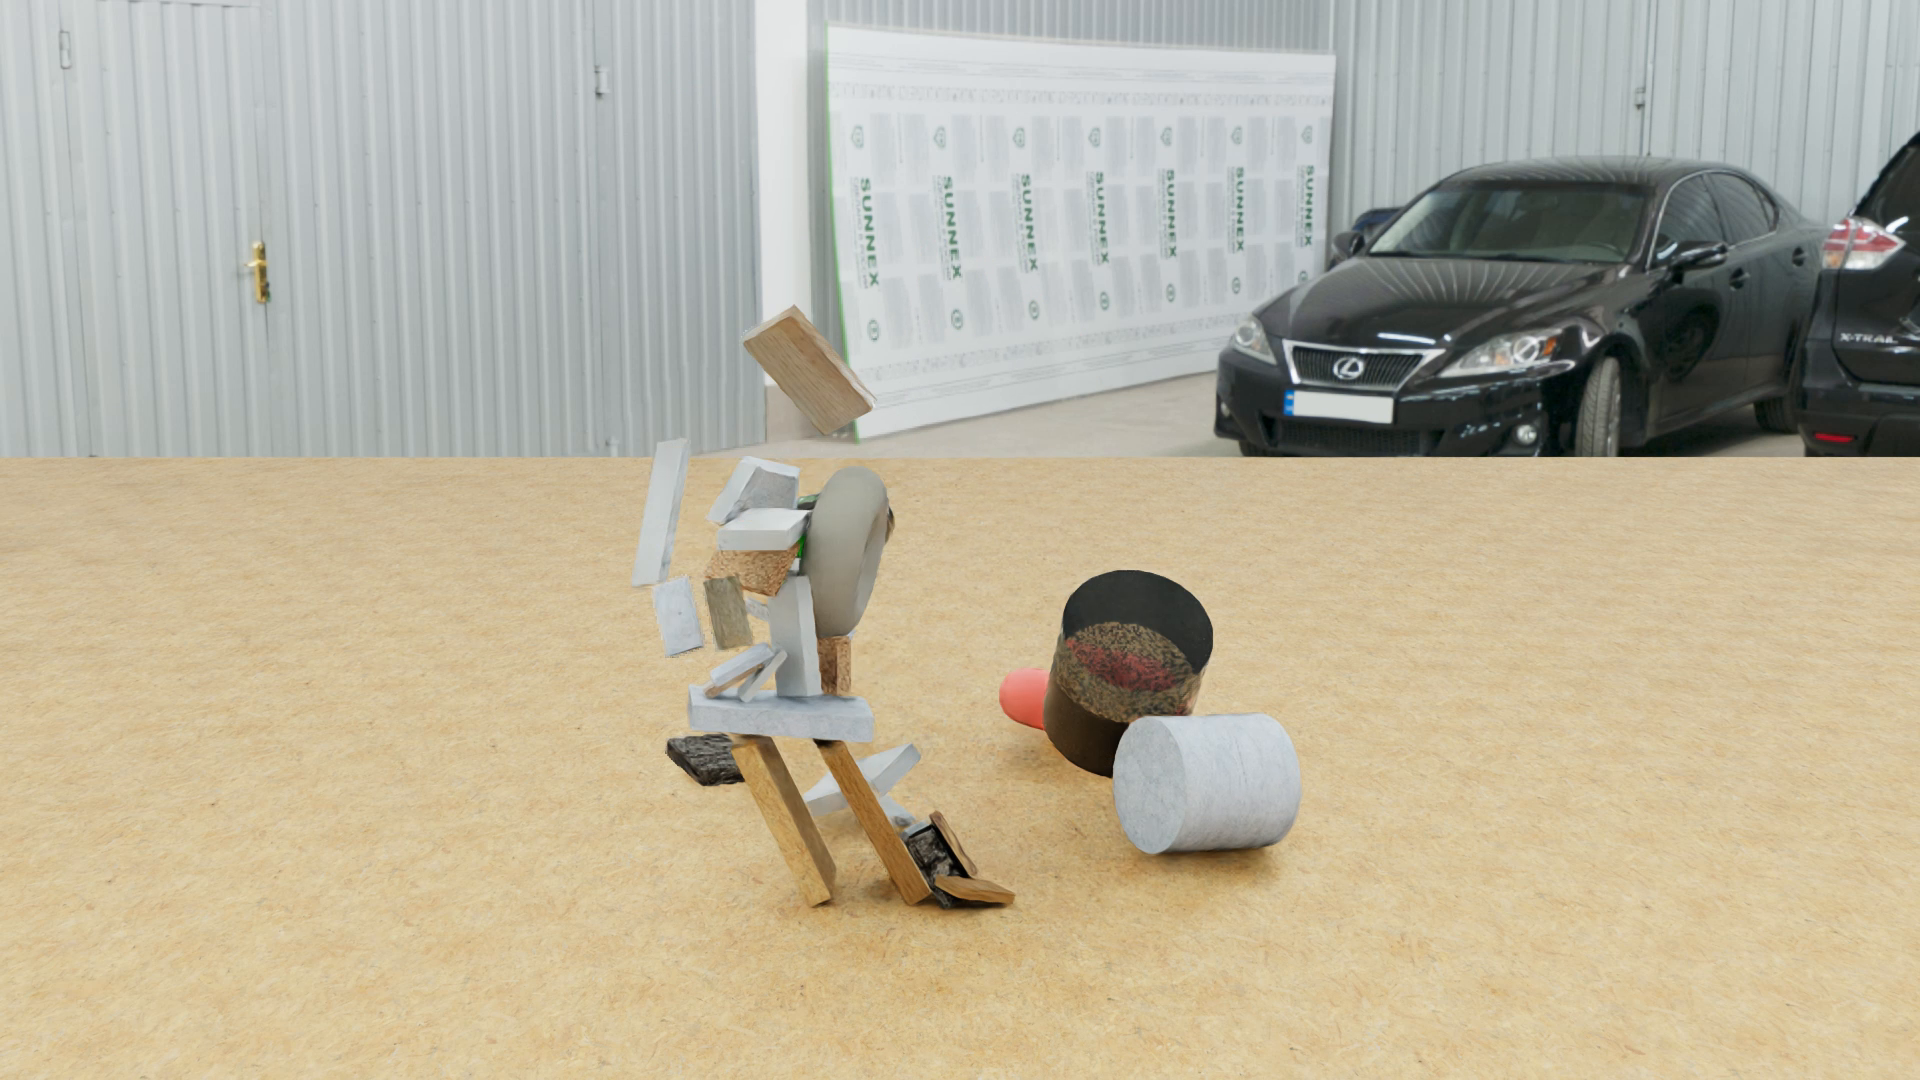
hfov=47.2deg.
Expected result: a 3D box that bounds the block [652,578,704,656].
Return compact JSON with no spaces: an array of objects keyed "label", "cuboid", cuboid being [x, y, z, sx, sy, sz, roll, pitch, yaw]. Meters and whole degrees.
[{"label":"block","cuboid":[-0.448,0.122,3.497,0.057,0.114,0.016,-18,-11,13]}]

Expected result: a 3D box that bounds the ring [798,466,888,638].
[{"label":"ring","cuboid":[-0.197,0.022,3.705,0.100,0.300,0.300,13,12,7]}]

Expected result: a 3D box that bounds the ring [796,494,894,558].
[{"label":"ring","cuboid":[-0.324,-0.006,4.708,0.377,0.126,0.377,-14,-9,-2]}]

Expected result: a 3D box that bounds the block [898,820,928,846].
[{"label":"block","cuboid":[-0.049,0.533,3.687,0.017,0.122,0.061,-40,-12,30]}]

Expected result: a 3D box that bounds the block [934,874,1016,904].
[{"label":"block","cuboid":[0.025,0.572,3.598,0.126,0.018,0.063,15,3,-43]}]

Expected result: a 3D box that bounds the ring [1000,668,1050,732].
[{"label":"ring","cuboid":[0.249,0.344,4.485,0.348,0.116,0.348,14,-2,0]}]

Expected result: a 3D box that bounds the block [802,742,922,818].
[{"label":"block","cuboid":[-0.187,0.438,3.974,0.245,0.034,0.121,-23,14,47]}]

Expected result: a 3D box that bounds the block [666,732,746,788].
[{"label":"block","cuboid":[-0.493,0.438,4.393,0.121,0.034,0.241,-5,11,-24]}]

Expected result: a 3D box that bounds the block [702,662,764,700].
[{"label":"block","cuboid":[-0.371,0.222,3.586,0.103,0.015,0.052,-31,14,-5]}]

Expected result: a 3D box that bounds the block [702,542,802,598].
[{"label":"block","cuboid":[-0.347,0.034,3.656,0.028,0.098,0.195,35,-14,-35]}]

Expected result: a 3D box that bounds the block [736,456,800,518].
[{"label":"block","cuboid":[-0.370,-0.054,4.197,0.109,0.218,0.031,13,38,4]}]

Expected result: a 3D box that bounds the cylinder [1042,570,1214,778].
[{"label":"cylinder","cuboid":[0.305,0.248,4.051,0.275,0.275,0.275,4,50,-5]}]

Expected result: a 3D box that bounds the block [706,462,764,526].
[{"label":"block","cuboid":[-0.378,-0.076,3.687,0.016,0.114,0.057,40,-18,-35]}]

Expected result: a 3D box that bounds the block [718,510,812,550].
[{"label":"block","cuboid":[-0.313,-0.018,3.565,0.109,0.031,0.267,0,8,5]}]

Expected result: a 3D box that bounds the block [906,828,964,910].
[{"label":"block","cuboid":[-0.036,0.541,3.621,0.018,0.126,0.063,-37,-11,33]}]

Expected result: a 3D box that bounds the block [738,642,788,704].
[{"label":"block","cuboid":[-0.322,0.217,3.581,0.015,0.104,0.052,40,1,-16]}]

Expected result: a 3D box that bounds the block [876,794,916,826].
[{"label":"block","cuboid":[-0.144,0.490,4.050,0.063,0.018,0.126,7,16,-39]}]

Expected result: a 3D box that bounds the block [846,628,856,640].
[{"label":"block","cuboid":[-0.262,0.137,4.046,0.079,0.022,0.158,36,-7,-34]}]

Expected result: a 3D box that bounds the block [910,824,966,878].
[{"label":"block","cuboid":[-0.030,0.535,3.674,0.017,0.122,0.061,-40,-12,30]}]

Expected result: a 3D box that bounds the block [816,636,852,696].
[{"label":"block","cuboid":[-0.249,0.210,3.736,0.028,0.098,0.195,-3,1,-35]}]

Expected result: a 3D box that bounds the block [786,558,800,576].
[{"label":"block","cuboid":[-0.321,0.064,4.043,0.079,0.022,0.158,12,-18,-35]}]

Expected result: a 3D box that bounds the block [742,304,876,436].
[{"label":"block","cuboid":[-0.250,-0.280,3.658,0.109,0.218,0.031,-26,29,29]}]

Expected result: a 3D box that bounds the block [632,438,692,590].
[{"label":"block","cuboid":[-0.581,-0.052,4.288,0.079,0.296,0.022,-7,-22,42]}]

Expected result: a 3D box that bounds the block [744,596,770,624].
[{"label":"block","cuboid":[-0.365,0.190,4.834,0.241,0.034,0.121,26,-4,-7]}]

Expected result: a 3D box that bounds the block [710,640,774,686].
[{"label":"block","cuboid":[-0.355,0.200,3.570,0.104,0.015,0.052,-30,17,-5]}]

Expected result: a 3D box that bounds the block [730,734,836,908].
[{"label":"block","cuboid":[-0.290,0.450,3.648,0.042,0.293,0.147,-25,9,5]}]

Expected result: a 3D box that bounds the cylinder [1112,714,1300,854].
[{"label":"cylinder","cuboid":[0.430,0.425,3.850,0.236,0.236,0.236,1,9,-28]}]

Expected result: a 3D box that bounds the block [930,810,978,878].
[{"label":"block","cuboid":[-0.010,0.508,3.661,0.017,0.122,0.061,-32,-10,-9]}]

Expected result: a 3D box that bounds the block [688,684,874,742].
[{"label":"block","cuboid":[-0.296,0.285,3.611,0.293,0.042,0.147,5,8,-10]}]

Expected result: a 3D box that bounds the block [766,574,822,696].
[{"label":"block","cuboid":[-0.274,0.157,3.607,0.028,0.195,0.098,-6,0,-35]}]

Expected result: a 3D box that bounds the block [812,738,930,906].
[{"label":"block","cuboid":[-0.148,0.454,3.640,0.042,0.293,0.147,-30,15,-5]}]

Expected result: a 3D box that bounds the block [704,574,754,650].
[{"label":"block","cuboid":[-0.375,0.118,3.553,0.057,0.114,0.016,-11,1,23]}]
